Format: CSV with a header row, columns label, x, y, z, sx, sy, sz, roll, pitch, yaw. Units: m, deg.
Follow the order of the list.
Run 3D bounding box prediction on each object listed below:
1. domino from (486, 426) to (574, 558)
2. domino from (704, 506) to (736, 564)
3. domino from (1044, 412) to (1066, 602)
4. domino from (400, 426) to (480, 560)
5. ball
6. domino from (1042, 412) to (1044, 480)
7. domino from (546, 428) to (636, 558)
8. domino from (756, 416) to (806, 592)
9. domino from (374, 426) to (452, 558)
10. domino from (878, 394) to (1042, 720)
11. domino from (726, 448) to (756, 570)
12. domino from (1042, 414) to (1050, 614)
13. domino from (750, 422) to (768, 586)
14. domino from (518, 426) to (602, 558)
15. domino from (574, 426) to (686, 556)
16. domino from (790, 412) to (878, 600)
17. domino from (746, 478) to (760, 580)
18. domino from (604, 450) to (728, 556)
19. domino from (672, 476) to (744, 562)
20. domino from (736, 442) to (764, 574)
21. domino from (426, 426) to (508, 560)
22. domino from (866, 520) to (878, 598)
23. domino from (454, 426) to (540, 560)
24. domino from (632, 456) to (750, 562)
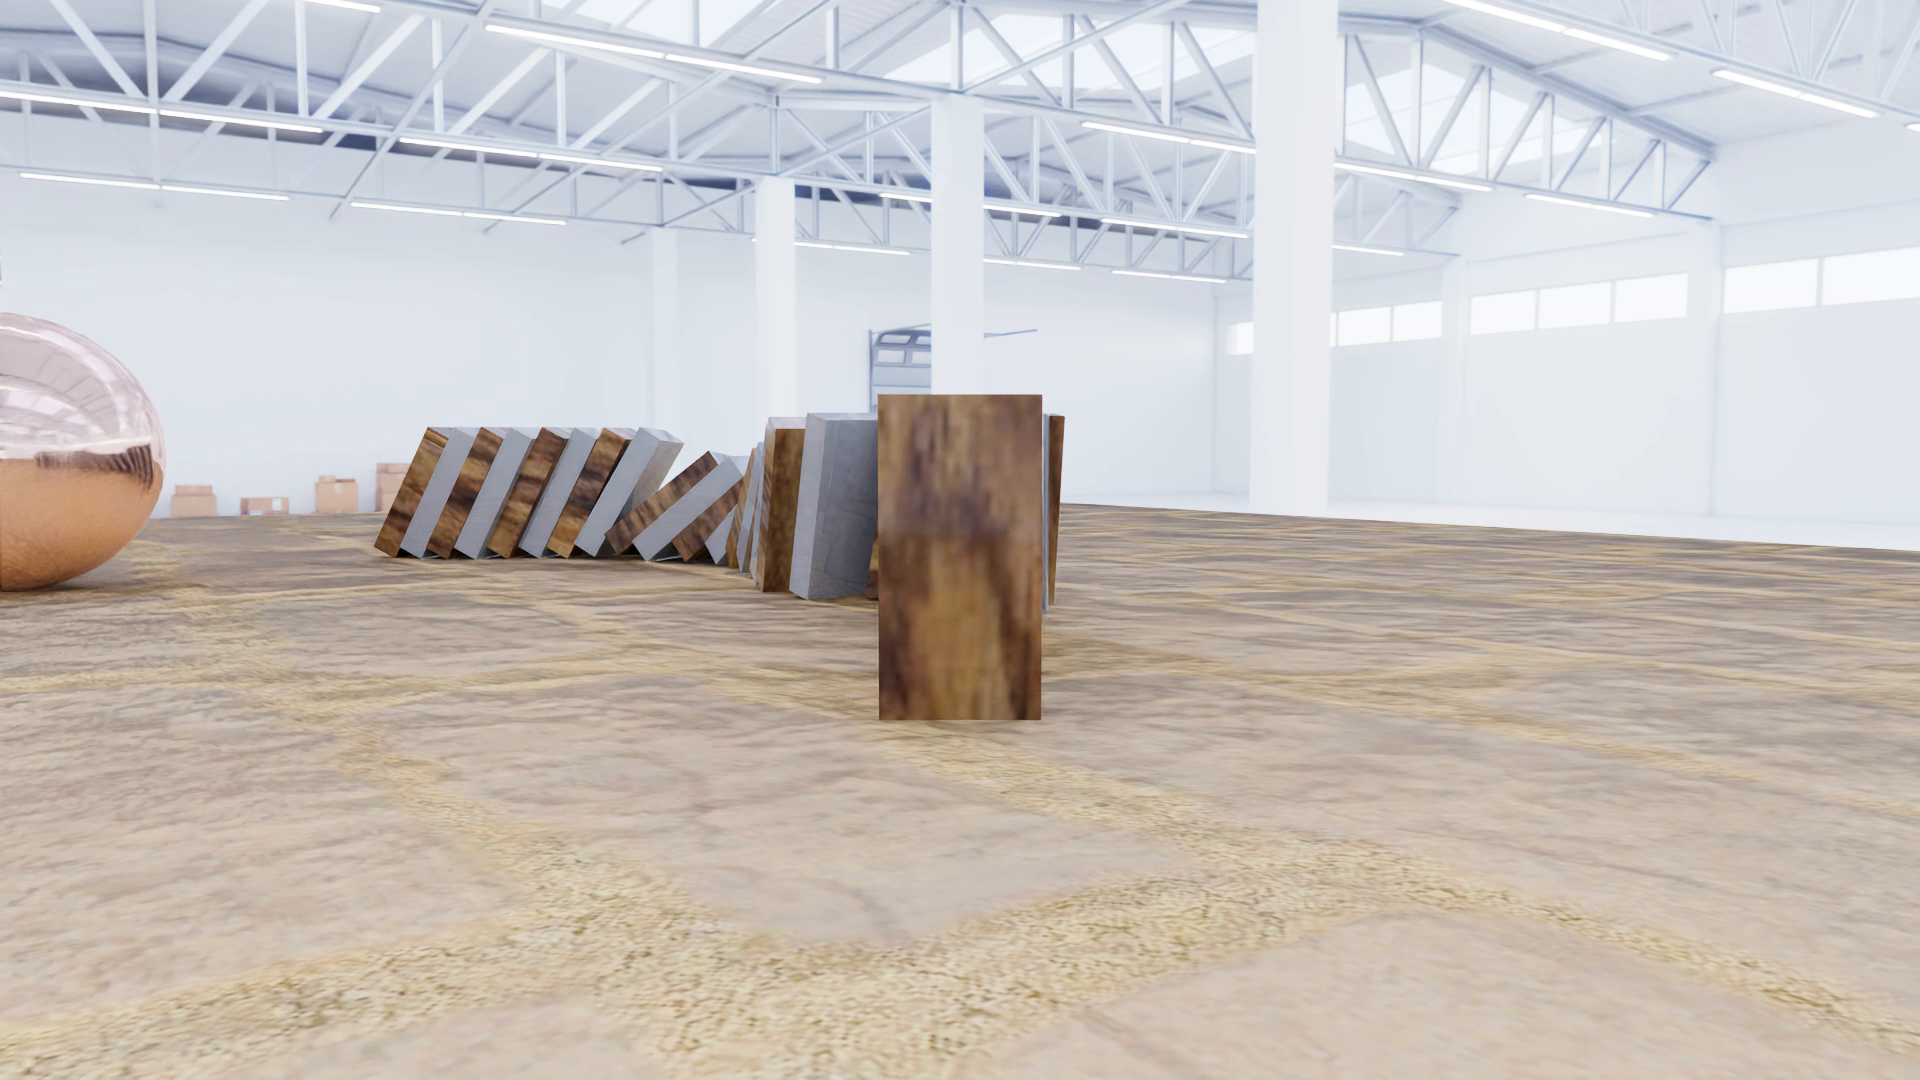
label,x,y,z,sx,sy,sz,roll,pitch,yaw
domino,-0.158,-0.018,0.483,0.009,0.050,0.025,28,8,5
domino,-0.064,-0.011,0.446,0.025,0.009,0.050,-3,-35,-52
domino,0.013,-0.009,0.342,0.025,0.050,0.010,1,10,-13
domino,-0.191,-0.018,0.484,0.009,0.050,0.025,28,7,5
ball,-0.274,-0.025,0.368,0.080,0.080,0.080,0,4,0
domino,0.007,-0.006,0.309,0.025,0.050,0.009,1,4,11
domino,-0.136,-0.018,0.484,0.009,0.050,0.025,29,8,6
domino,-0.043,-0.010,0.366,0.025,0.050,0.009,-2,26,-22
domino,-0.201,-0.018,0.486,0.009,0.050,0.025,28,7,5
domino,0.000,0.002,0.201,0.025,0.050,0.009,0,4,0
domino,-0.061,-0.010,0.426,0.025,0.010,0.050,-2,-39,-25
domino,0.010,-0.007,0.326,0.025,0.050,0.010,1,4,7
domino,-0.047,-0.010,0.380,0.025,0.050,0.009,-2,33,-22
domino,-0.147,-0.018,0.485,0.009,0.050,0.025,28,8,6
domino,-0.124,-0.018,0.482,0.009,0.050,0.025,32,6,6
domino,-0.032,-0.010,0.354,0.025,0.050,0.009,-5,19,-39
domino,-0.050,-0.010,0.396,0.025,0.050,0.009,-2,42,-22
domino,-0.105,-0.013,0.476,0.050,0.009,0.025,-37,-7,7
domino,-0.077,-0.011,0.460,0.050,0.009,0.025,-39,-11,17
domino,-0.055,-0.010,0.411,0.025,0.050,0.009,-2,47,-22
domino,-0.180,-0.018,0.482,0.009,0.050,0.025,28,7,5
domino,-0.015,-0.010,0.356,0.009,0.050,0.025,10,6,11
domino,-0.169,-0.018,0.481,0.009,0.050,0.025,28,7,5
domino,-0.093,-0.012,0.467,0.050,0.010,0.025,-38,-8,16
